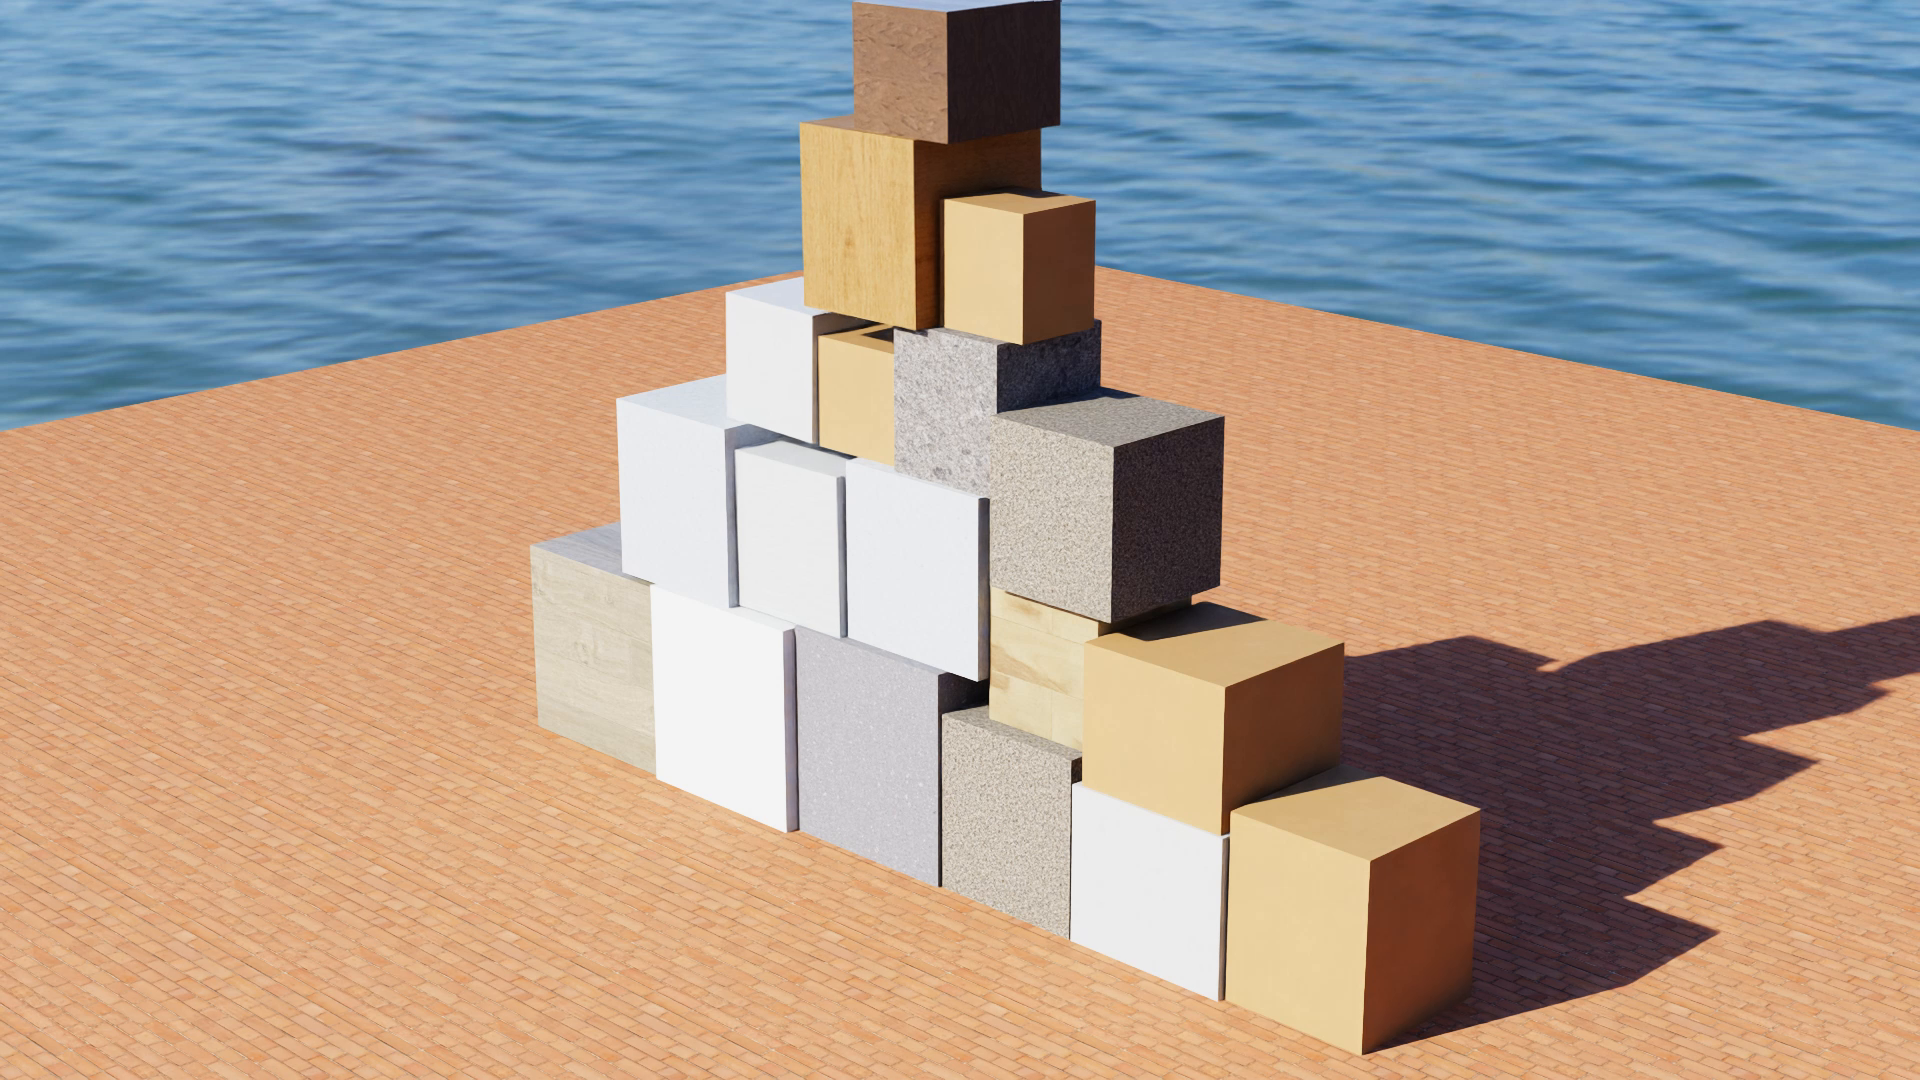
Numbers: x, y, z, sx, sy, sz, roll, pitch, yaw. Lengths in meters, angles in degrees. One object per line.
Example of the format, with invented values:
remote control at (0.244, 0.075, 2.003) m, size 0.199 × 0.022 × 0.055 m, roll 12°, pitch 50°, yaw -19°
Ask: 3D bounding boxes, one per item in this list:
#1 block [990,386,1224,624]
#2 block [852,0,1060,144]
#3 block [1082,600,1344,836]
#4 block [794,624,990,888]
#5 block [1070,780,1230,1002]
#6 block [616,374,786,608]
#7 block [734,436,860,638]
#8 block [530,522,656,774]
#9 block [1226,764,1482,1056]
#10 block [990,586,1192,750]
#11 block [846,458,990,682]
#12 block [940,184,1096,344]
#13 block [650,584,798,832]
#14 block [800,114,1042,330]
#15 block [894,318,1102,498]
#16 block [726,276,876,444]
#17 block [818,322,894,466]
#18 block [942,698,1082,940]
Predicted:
block at (0.629, -0.166, 12.610) m, size 0.707 × 0.764 × 0.708 m, roll -17°, pitch 24°, yaw -42°
block at (-0.012, -2.063, 12.701) m, size 0.693 × 0.552 × 0.577 m, roll -17°, pitch 23°, yaw -42°
block at (1.073, 0.740, 12.456) m, size 0.782 × 0.651 × 0.772 m, roll -17°, pitch 24°, yaw -42°
block at (-0.125, 0.897, 13.777) m, size 0.874 × 1.028 × 0.948 m, roll -17°, pitch 24°, yaw -42°
block at (1.062, 1.401, 12.664) m, size 0.802 × 0.734 × 0.837 m, roll -17°, pitch 24°, yaw -42°
block at (-1.054, -0.277, 14.372) m, size 0.925 × 0.883 × 0.800 m, roll -17°, pitch 24°, yaw -42°
block at (-0.532, -0.069, 13.862) m, size 0.771 × 0.766 × 0.705 m, roll -17°, pitch 23°, yaw -42°
block at (-1.516, 0.503, 15.094) m, size 0.929 × 0.989 × 0.993 m, roll -17°, pitch 24°, yaw -42°
block at (1.621, 1.511, 12.123) m, size 0.744 × 0.848 × 0.710 m, roll -17°, pitch 24°, yaw -42°
block at (0.572, 0.483, 12.913) m, size 0.609 × 0.656 × 0.641 m, roll -17°, pitch 24°, yaw -42°
block at (0.032, 0.059, 13.326) m, size 0.709 × 0.842 × 0.840 m, roll -17°, pitch 24°, yaw -42°
block at (0.247, -1.196, 12.685) m, size 0.450 × 0.562 × 0.499 m, roll -17°, pitch 24°, yaw -42°
block at (-0.817, 0.701, 14.423) m, size 0.984 × 1.013 × 0.965 m, roll -17°, pitch 24°, yaw -42°
block at (-0.170, -1.459, 13.089) m, size 0.790 × 0.826 × 0.719 m, roll -17°, pitch 23°, yaw -42°
block at (0.166, -0.636, 12.986) m, size 0.660 × 0.688 × 0.633 m, roll -17°, pitch 24°, yaw -42°
block at (-0.669, -0.865, 13.778) m, size 0.611 × 0.603 × 0.598 m, roll -17°, pitch 25°, yaw -42°
block at (-0.266, -0.679, 13.404) m, size 0.526 × 0.519 × 0.545 m, roll -17°, pitch 24°, yaw -42°
block at (0.480, 1.176, 13.201) m, size 0.799 × 0.840 × 0.785 m, roll -17°, pitch 24°, yaw -42°
